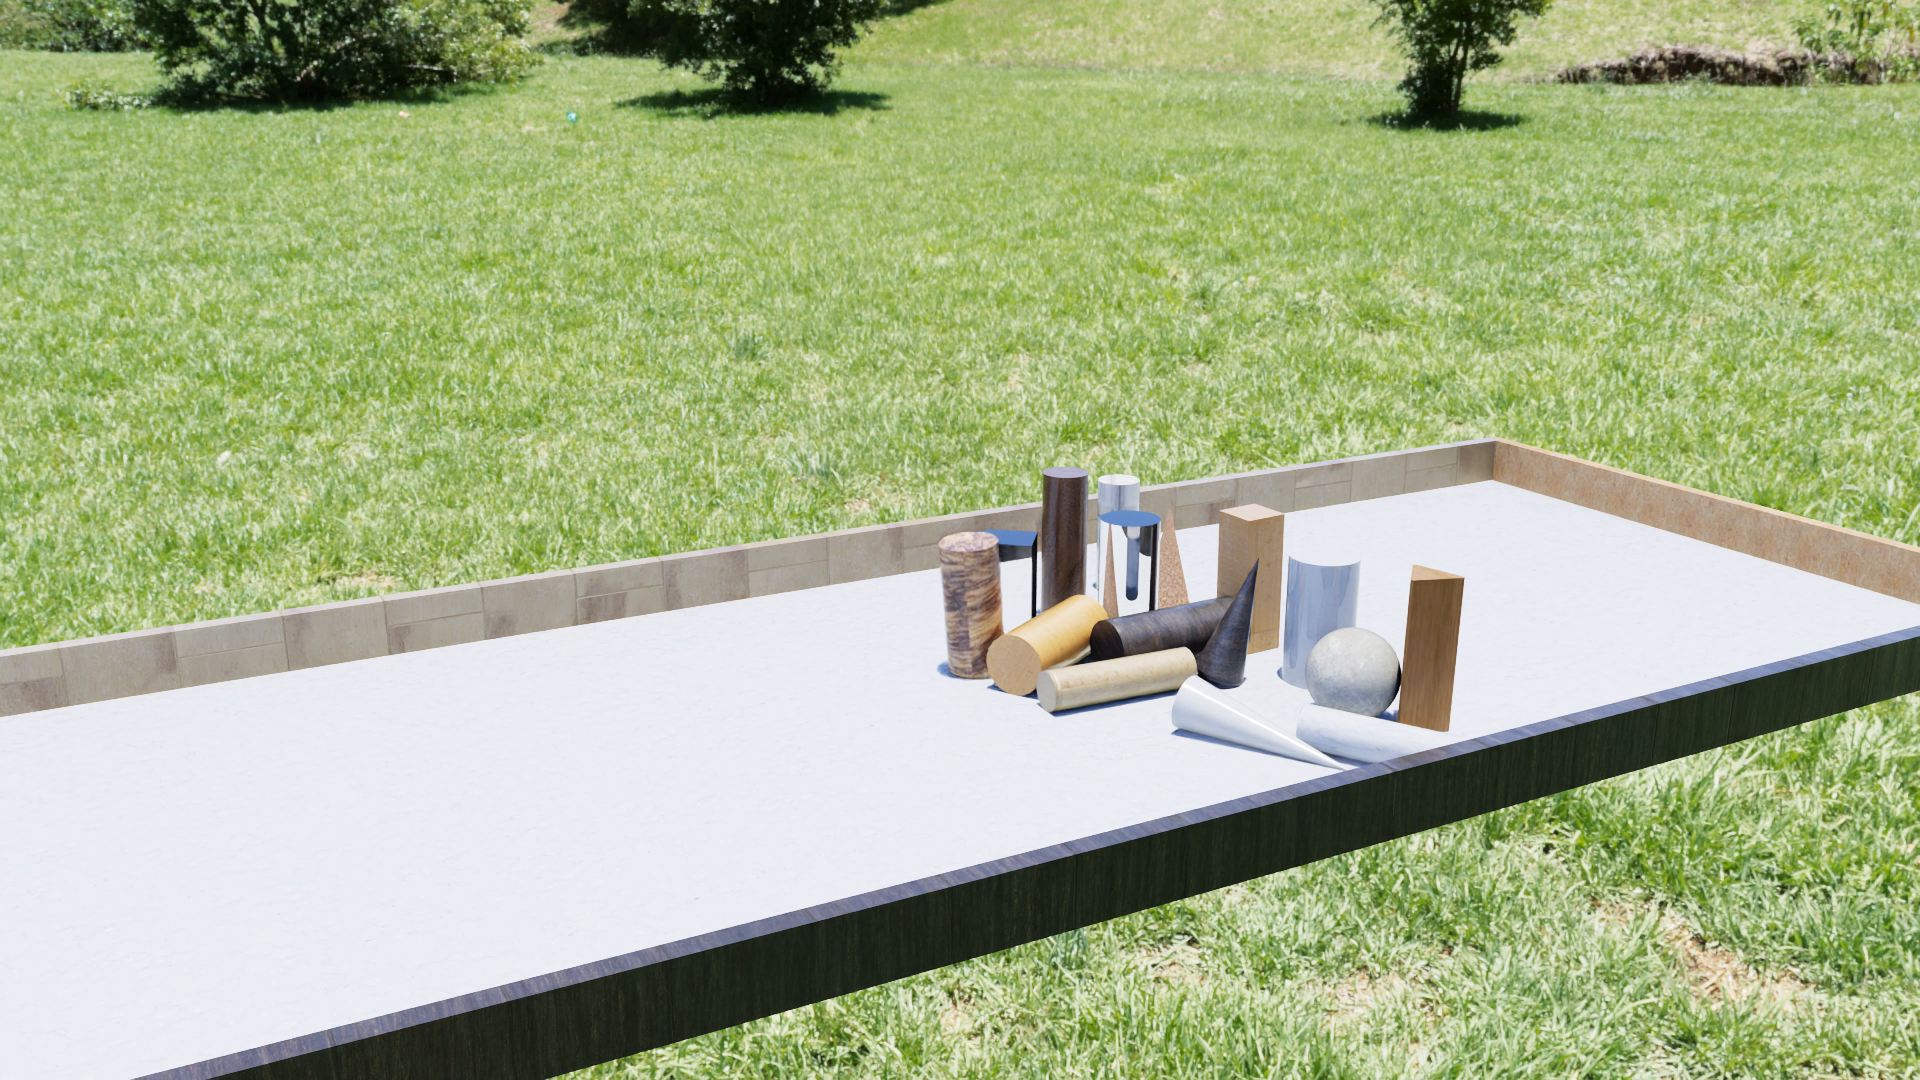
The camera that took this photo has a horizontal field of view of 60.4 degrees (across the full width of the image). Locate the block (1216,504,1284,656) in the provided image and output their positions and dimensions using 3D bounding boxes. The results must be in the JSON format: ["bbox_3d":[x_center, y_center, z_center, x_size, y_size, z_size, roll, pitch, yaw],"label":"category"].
[{"bbox_3d":[0.763,0.104,4.347,0.119,0.368,0.119,-11,19,-29],"label":"block"}]

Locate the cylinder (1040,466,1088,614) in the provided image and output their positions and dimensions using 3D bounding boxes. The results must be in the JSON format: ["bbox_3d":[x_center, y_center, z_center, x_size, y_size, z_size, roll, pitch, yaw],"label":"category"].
[{"bbox_3d":[0.289,0.014,4.570,0.127,0.416,0.127,0,16,0],"label":"cylinder"}]

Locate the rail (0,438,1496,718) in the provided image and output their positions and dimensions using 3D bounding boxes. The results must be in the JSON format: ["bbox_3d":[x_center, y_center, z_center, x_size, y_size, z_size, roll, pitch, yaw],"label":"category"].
[{"bbox_3d":[-3.305,0.497,3.399,12.000,0.150,0.050,-9,18,-27],"label":"rail"}]

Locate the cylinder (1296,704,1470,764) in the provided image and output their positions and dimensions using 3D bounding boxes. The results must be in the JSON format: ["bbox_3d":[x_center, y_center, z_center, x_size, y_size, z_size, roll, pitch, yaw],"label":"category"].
[{"bbox_3d":[0.958,0.452,3.637,0.418,0.100,0.100,10,19,31],"label":"cylinder"}]

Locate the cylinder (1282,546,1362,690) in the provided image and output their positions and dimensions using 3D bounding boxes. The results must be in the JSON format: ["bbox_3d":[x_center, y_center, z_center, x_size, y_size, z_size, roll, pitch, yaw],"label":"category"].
[{"bbox_3d":[0.901,0.194,4.120,0.176,0.325,0.176,0,16,0],"label":"cylinder"}]

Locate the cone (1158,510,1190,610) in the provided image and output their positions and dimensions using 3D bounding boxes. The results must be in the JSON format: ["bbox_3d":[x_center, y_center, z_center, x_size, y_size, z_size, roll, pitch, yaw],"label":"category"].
[{"bbox_3d":[0.578,0.060,4.583,0.148,0.319,0.148,0,16,0],"label":"cone"}]

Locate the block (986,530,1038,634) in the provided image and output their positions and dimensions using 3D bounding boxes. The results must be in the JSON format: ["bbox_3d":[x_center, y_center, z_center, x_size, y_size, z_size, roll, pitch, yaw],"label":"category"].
[{"bbox_3d":[0.127,0.139,4.347,0.137,0.302,0.137,3,16,9],"label":"block"}]

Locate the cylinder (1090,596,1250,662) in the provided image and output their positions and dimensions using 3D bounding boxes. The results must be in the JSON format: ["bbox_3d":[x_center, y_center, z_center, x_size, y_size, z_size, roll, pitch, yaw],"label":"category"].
[{"bbox_3d":[0.542,0.249,4.235,0.398,0.153,0.153,-9,19,-28],"label":"cylinder"}]

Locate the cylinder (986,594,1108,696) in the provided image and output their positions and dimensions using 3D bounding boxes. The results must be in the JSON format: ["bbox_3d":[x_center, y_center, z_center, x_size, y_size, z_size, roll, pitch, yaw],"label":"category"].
[{"bbox_3d":[0.228,0.263,4.186,0.155,0.155,0.368,10,19,30],"label":"cylinder"}]

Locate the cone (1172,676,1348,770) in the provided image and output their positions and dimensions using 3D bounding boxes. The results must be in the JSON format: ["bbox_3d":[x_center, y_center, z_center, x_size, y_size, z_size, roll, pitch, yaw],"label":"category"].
[{"bbox_3d":[0.697,0.444,3.730,0.433,0.130,0.130,22,26,32],"label":"cone"}]

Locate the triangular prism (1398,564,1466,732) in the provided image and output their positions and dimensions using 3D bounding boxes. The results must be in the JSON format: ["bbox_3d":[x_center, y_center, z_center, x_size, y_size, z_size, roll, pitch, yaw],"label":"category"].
[{"bbox_3d":[1.066,0.252,3.831,0.133,0.374,0.115,-3,16,-12],"label":"triangular prism"}]

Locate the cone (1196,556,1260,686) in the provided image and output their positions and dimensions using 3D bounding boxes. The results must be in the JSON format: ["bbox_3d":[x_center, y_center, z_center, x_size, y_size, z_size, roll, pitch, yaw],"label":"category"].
[{"bbox_3d":[0.693,0.188,4.099,0.130,0.323,0.130,15,17,-5],"label":"cone"}]

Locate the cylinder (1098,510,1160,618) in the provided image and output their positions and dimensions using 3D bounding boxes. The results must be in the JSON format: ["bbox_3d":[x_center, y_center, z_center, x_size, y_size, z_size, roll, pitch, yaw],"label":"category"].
[{"bbox_3d":[0.442,0.115,4.330,0.158,0.357,0.158,0,16,0],"label":"cylinder"}]

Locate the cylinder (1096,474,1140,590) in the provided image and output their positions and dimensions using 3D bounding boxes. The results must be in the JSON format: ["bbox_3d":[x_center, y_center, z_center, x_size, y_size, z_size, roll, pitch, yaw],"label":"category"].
[{"bbox_3d":[0.461,-0.016,4.824,0.121,0.330,0.121,0,16,0],"label":"cylinder"}]

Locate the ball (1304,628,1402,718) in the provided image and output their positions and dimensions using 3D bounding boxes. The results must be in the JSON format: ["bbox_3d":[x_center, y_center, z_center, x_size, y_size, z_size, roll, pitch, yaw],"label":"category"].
[{"bbox_3d":[0.925,0.316,3.885,0.222,0.222,0.222,0,16,0],"label":"ball"}]

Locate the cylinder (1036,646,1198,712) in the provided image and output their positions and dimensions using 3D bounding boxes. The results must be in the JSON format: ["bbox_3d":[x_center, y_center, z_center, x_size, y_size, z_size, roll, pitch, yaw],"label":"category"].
[{"bbox_3d":[0.384,0.339,4.023,0.394,0.100,0.100,-8,18,-24],"label":"cylinder"}]

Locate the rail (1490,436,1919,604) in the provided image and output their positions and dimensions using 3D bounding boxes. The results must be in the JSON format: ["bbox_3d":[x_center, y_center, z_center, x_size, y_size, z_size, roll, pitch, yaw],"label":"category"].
[{"bbox_3d":[2.466,-0.048,5.253,0.050,0.150,2.100,-9,18,-27],"label":"rail"}]

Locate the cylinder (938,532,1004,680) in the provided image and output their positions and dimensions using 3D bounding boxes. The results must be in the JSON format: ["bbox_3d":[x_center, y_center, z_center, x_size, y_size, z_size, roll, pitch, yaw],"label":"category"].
[{"bbox_3d":[0.033,0.165,4.168,0.149,0.341,0.149,-4,19,1],"label":"cylinder"}]

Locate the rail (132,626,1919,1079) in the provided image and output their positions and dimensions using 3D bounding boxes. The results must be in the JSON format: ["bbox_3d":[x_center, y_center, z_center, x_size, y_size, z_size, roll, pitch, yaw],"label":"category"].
[{"bbox_3d":[-2.336,1.006,1.665,12.000,0.150,0.050,-9,18,-27],"label":"rail"}]
